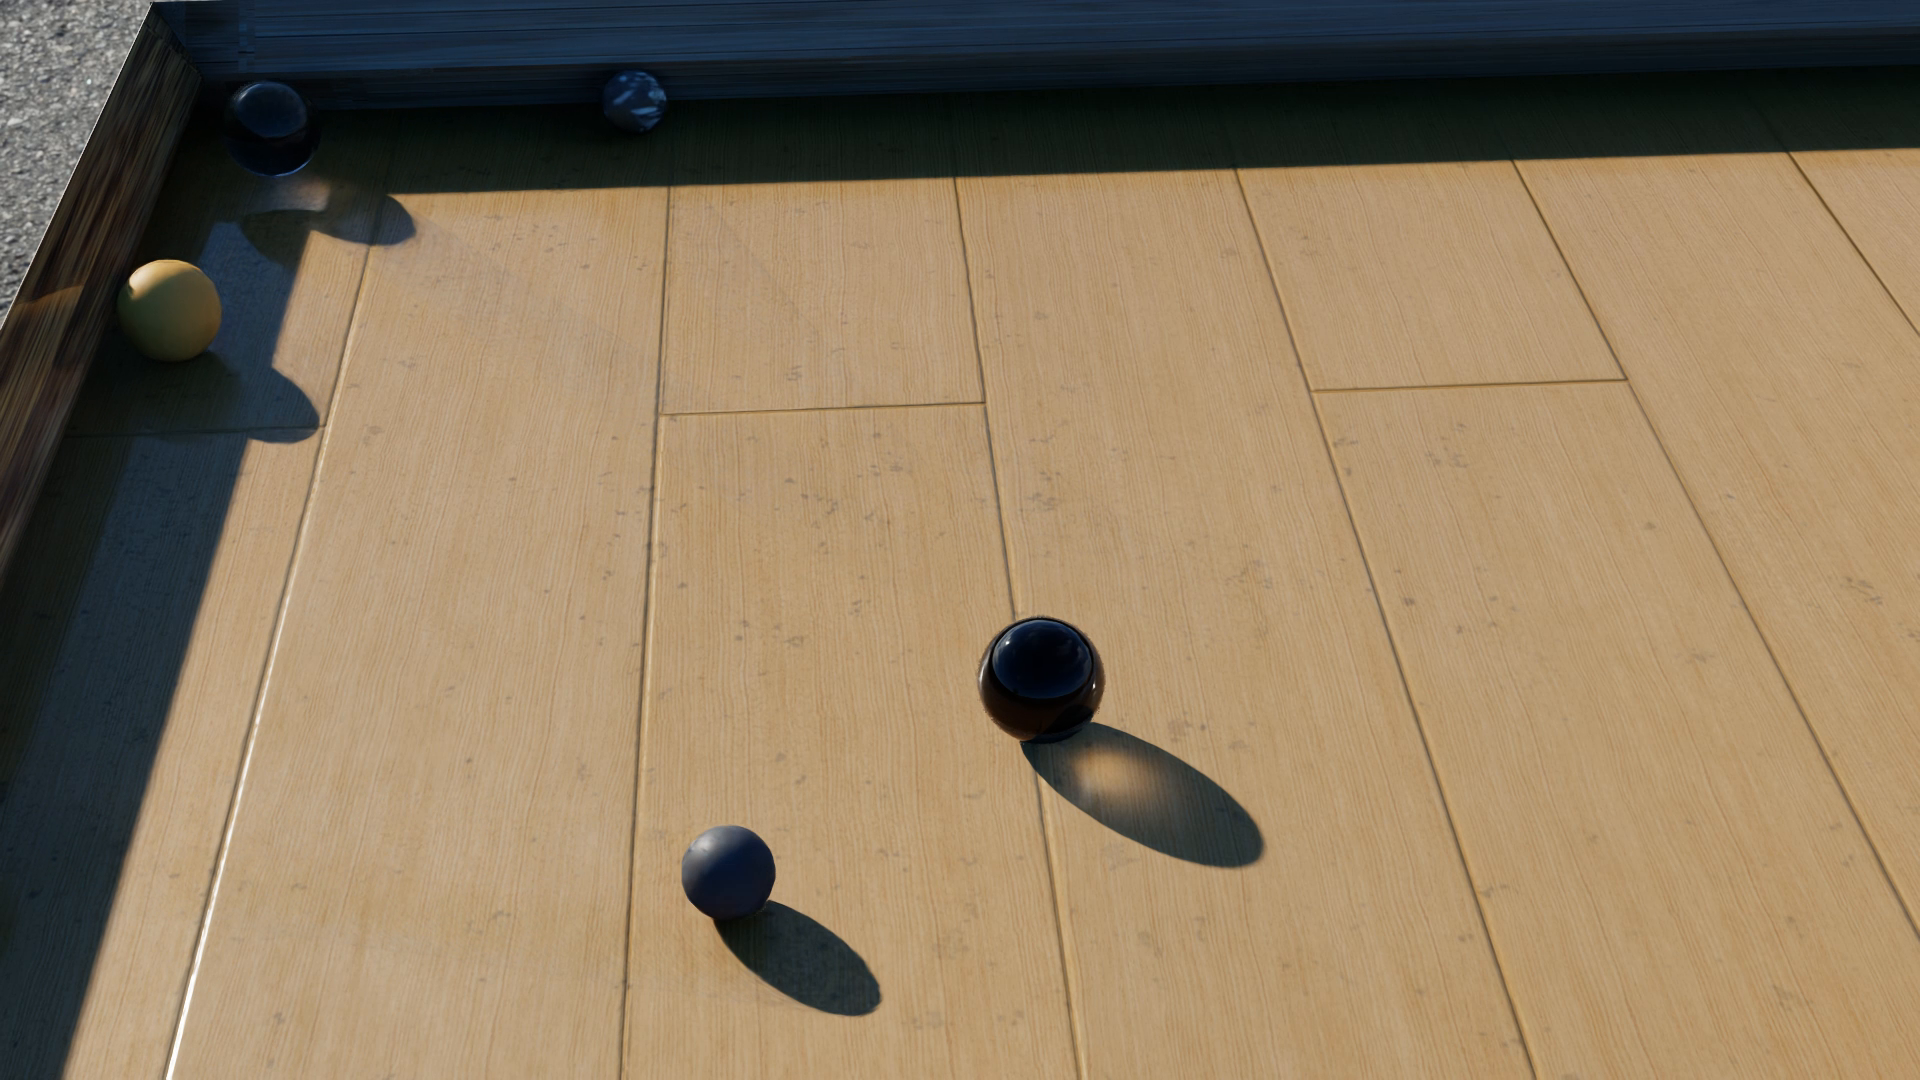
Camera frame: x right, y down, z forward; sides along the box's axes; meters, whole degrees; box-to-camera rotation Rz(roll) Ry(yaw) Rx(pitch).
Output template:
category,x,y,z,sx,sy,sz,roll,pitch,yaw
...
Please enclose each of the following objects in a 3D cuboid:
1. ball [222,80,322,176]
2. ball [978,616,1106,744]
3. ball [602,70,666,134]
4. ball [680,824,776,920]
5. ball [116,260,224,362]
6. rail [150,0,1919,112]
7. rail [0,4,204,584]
category,x,y,z,sx,sy,sz,roll,pitch,yaw
ball,-0.604,-0.361,2.251,0.084,0.084,0.084,0,35,0
ball,0.051,0.089,1.624,0.081,0.081,0.081,0,35,0
ball,-0.296,-0.397,2.324,0.058,0.058,0.058,0,35,0
ball,-0.135,0.194,1.498,0.055,0.055,0.055,0,35,0
ball,-0.616,-0.179,2.000,0.080,0.080,0.080,0,35,0
rail,0.628,-0.478,2.391,2.714,0.109,0.045,-2,36,-3
rail,-0.653,0.008,1.711,0.045,0.109,1.547,-2,36,-3
